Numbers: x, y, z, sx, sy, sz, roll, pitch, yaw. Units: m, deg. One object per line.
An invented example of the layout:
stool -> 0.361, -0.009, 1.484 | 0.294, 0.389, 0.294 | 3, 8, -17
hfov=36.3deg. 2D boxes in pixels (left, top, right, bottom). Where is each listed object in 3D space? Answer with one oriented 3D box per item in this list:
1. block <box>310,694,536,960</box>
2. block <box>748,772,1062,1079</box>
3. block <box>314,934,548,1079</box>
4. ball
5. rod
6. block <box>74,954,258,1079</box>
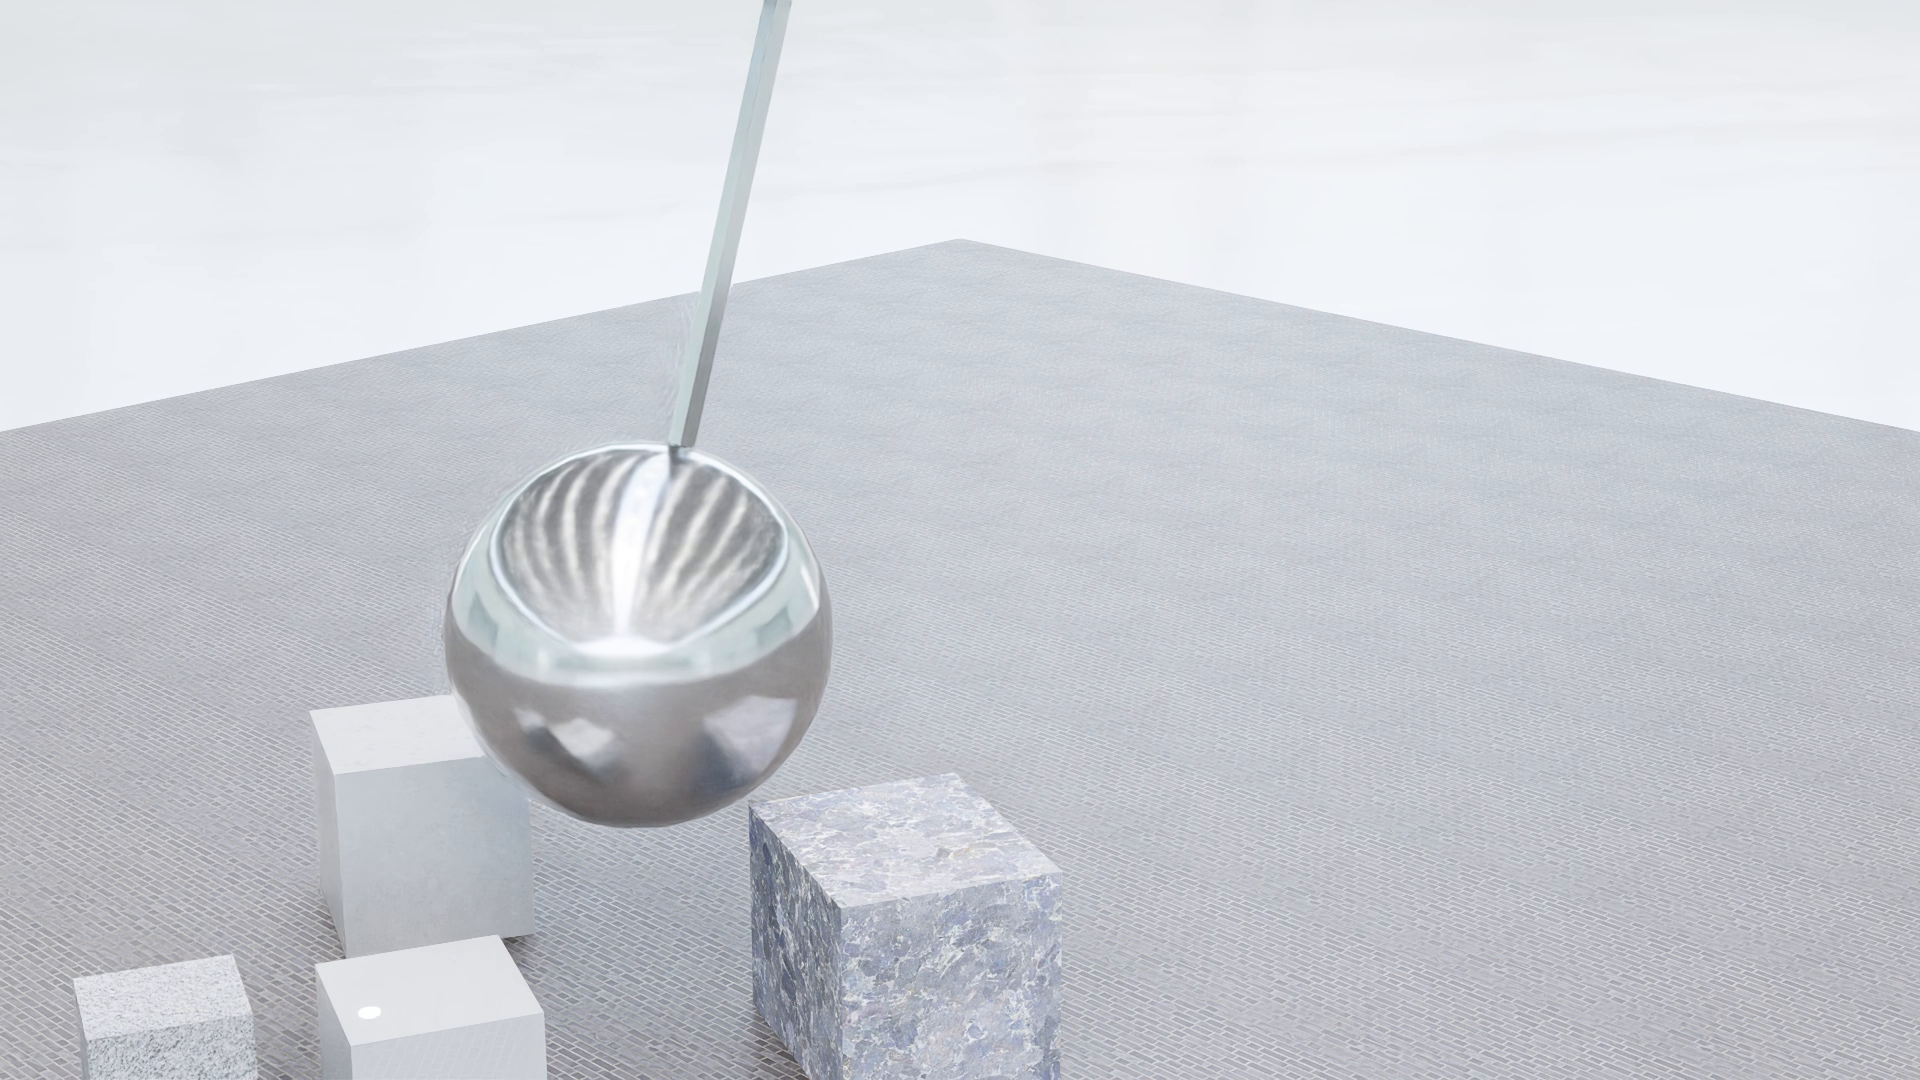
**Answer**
block -> -2.379, 1.243, 12.956 | 0.820, 0.860, 0.799 | -6, 18, -18
block -> -0.233, 1.603, 11.746 | 0.907, 0.897, 1.098 | -7, 19, -21
block -> -1.985, 1.971, 11.021 | 0.707, 0.632, 0.719 | -7, 19, -21
ball -> -1.318, 0.387, 12.081 | 1.600, 1.600, 1.600 | 0, 17, 0
rod -> -0.571, -2.920, 11.825 | 0.080, 5.200, 0.080 | 17, 6, 42
block -> -3.044, 1.972, 11.253 | 0.605, 0.490, 0.553 | -7, 19, -20
